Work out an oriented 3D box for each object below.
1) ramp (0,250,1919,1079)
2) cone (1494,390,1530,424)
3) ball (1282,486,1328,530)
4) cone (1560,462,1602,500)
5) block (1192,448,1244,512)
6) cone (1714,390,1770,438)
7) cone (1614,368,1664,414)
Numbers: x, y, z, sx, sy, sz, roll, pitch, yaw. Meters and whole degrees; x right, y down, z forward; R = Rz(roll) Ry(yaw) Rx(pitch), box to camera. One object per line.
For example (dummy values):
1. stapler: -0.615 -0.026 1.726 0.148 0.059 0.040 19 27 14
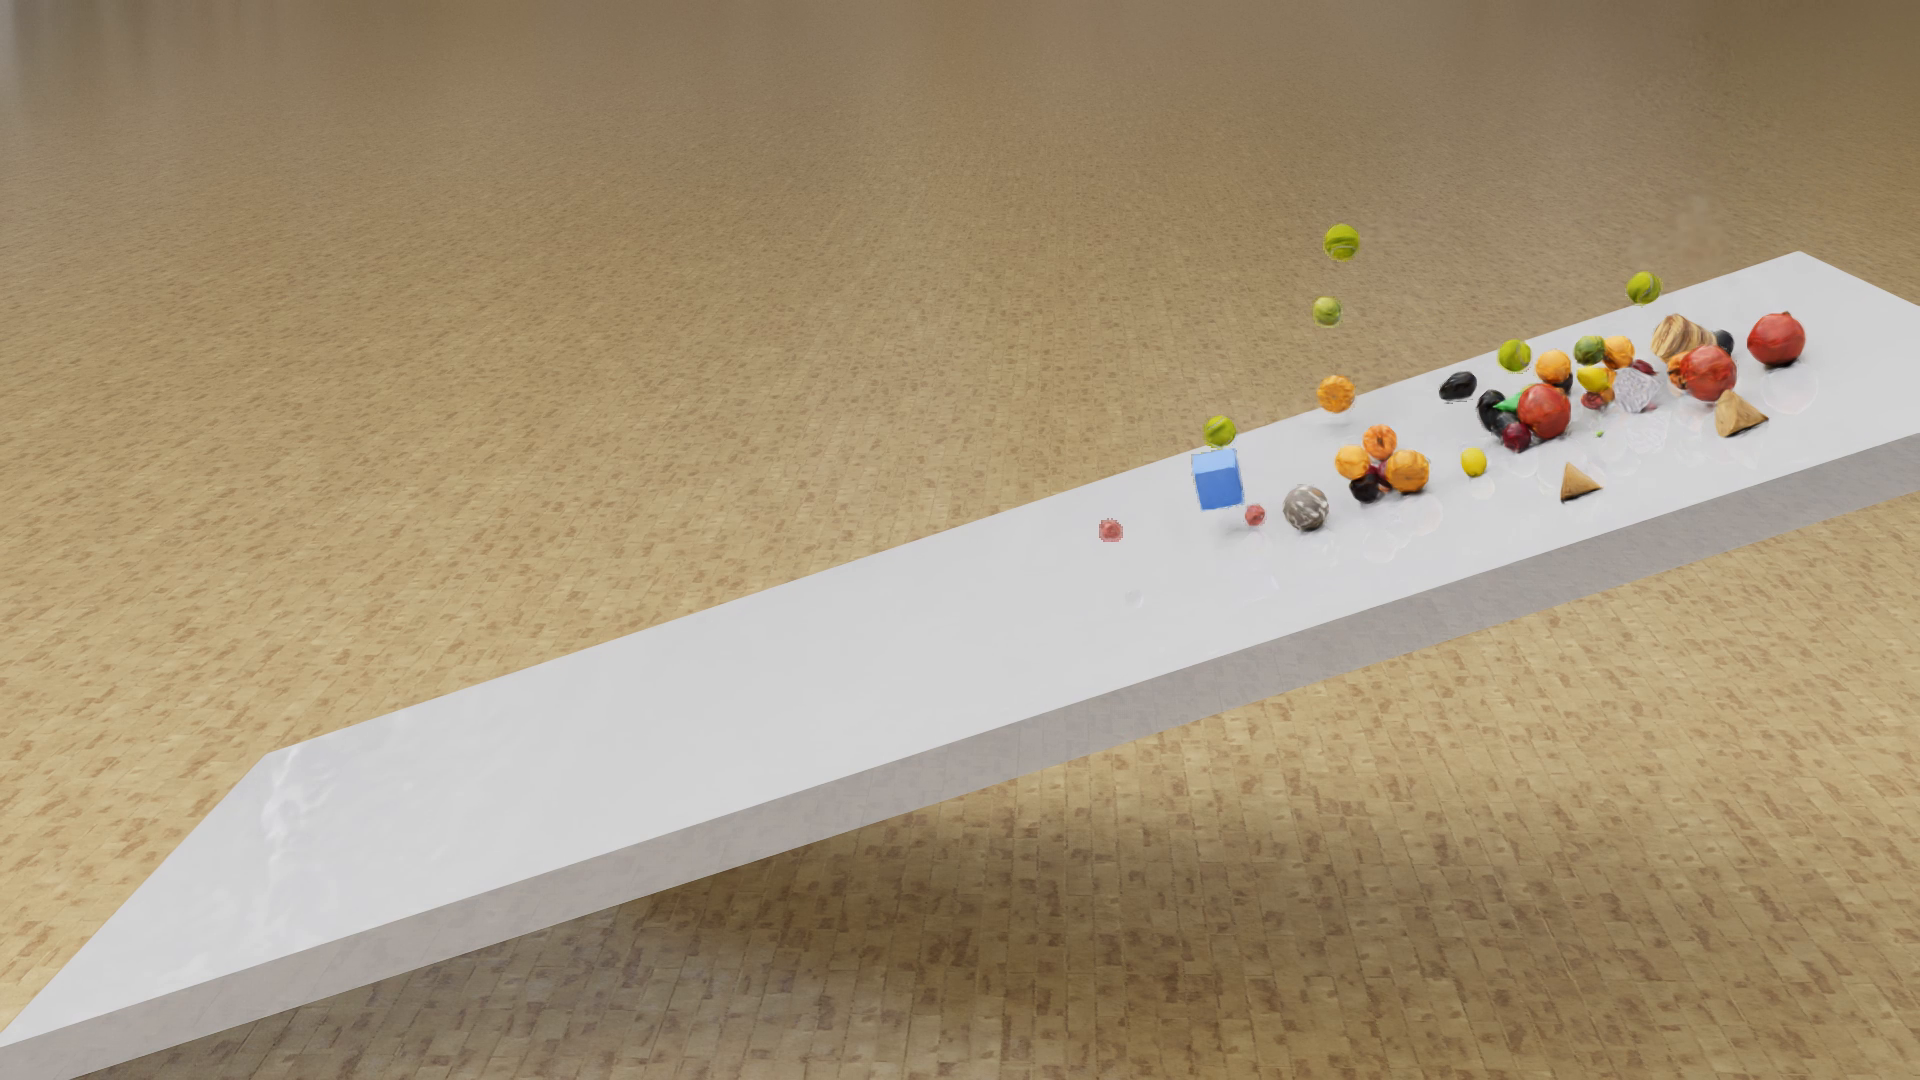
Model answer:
1. ramp: 0.107 0.180 6.304 4.000 0.100 2.000 -18 11 6
2. cone: 1.163 -0.282 6.243 0.070 0.070 0.070 0 12 -16
3. ball: 0.703 -0.065 5.977 0.092 0.092 0.092 0 12 0
4. cone: 1.170 -0.104 5.516 0.075 0.075 0.075 10 14 8
5. block: 0.543 -0.127 6.194 0.088 0.088 0.088 -11 26 8
6. cone: 1.496 -0.235 5.582 0.091 0.091 0.091 6 11 -11
7. cone: 1.408 -0.314 6.026 0.096 0.096 0.096 -13 17 -33
